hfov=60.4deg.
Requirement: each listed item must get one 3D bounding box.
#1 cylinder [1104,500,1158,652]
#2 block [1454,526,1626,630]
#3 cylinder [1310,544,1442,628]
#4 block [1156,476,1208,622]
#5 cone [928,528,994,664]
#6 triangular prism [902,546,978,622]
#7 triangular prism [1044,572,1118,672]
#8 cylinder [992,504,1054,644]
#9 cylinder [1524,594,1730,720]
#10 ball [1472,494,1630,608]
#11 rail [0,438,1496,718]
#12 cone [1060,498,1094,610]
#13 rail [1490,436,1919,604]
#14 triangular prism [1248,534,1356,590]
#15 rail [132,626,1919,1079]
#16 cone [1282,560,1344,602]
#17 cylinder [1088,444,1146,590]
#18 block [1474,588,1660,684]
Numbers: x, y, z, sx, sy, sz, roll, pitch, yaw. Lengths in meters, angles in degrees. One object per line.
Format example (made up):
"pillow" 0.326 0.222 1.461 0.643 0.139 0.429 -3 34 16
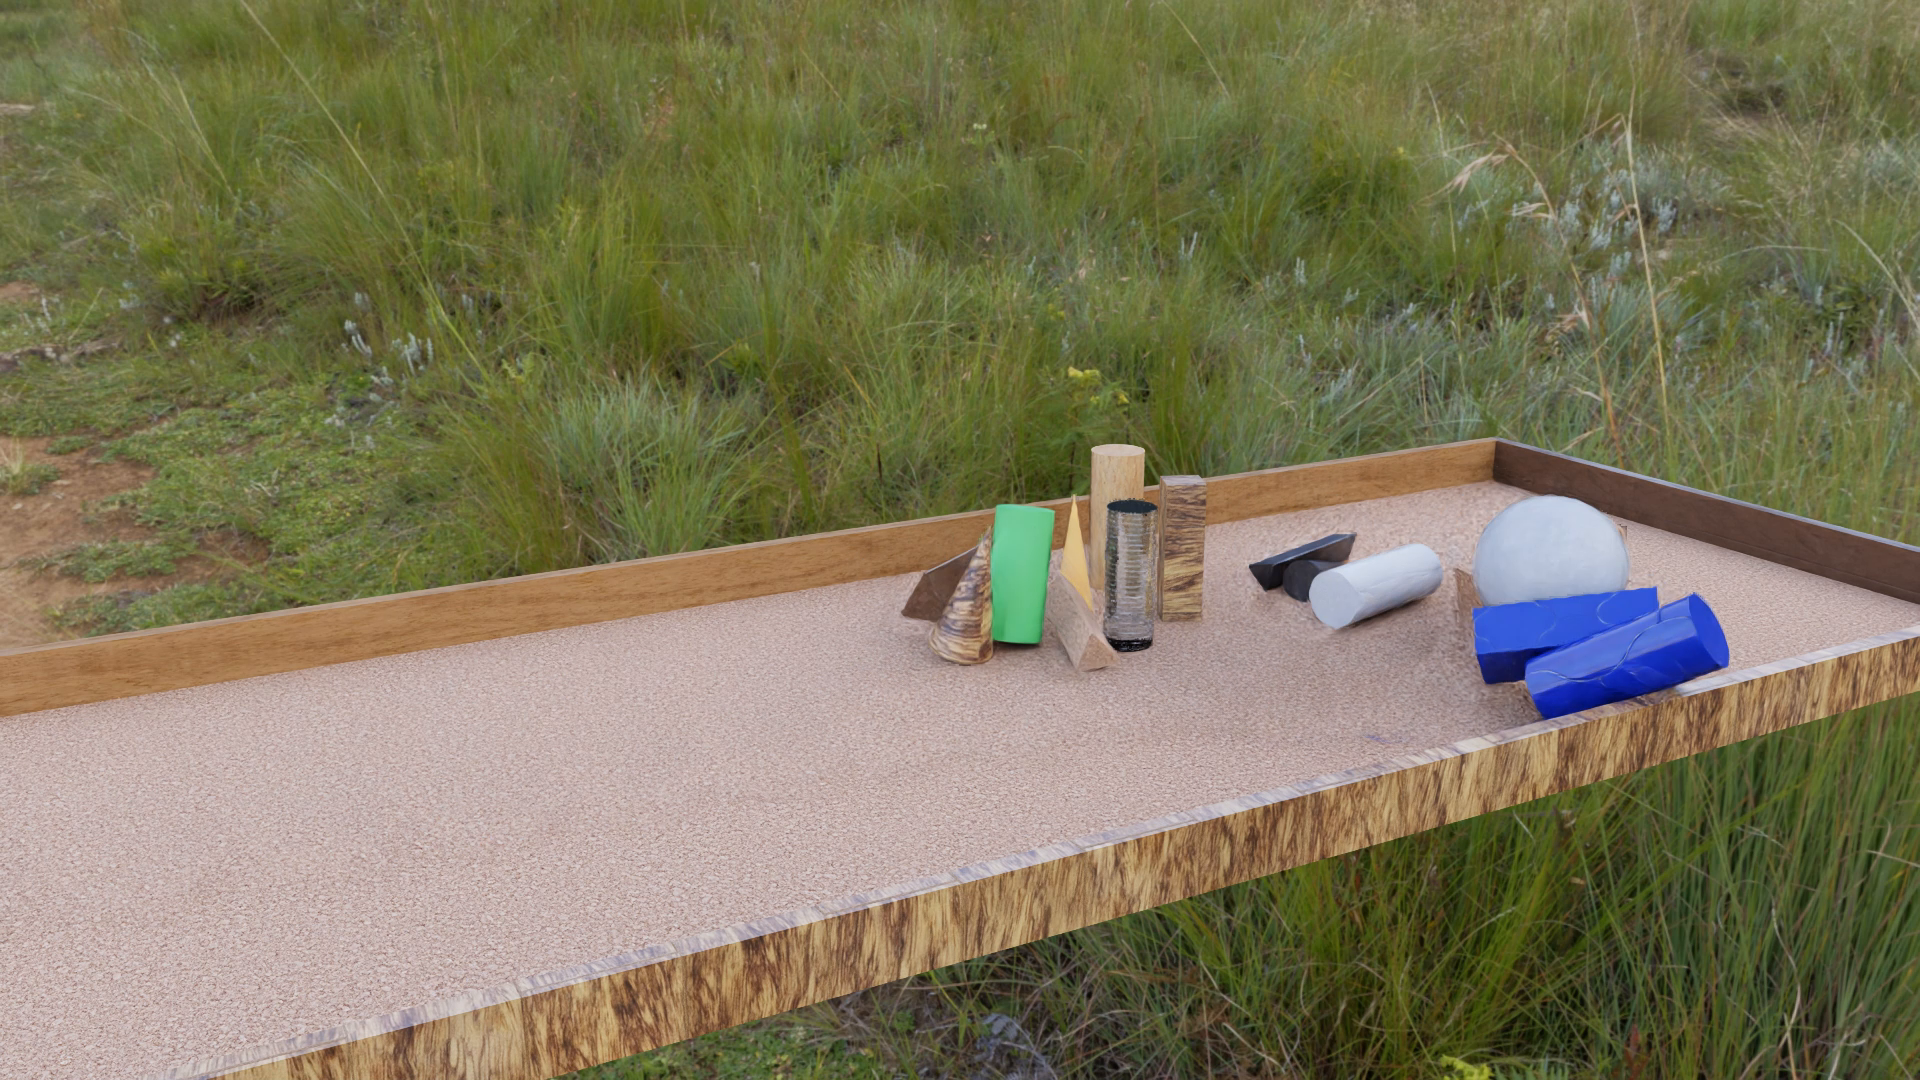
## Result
"cylinder" 0.450 0.095 4.362 0.132 0.378 0.132 0 17 0
"block" 1.596 0.102 4.525 0.447 0.176 0.176 -22 24 -22
"cylinder" 1.175 0.124 4.649 0.407 0.160 0.160 -14 21 -39
"block" 0.612 0.024 4.578 0.109 0.392 0.109 -1 16 -4
"cone" 0.040 0.122 4.253 0.177 0.355 0.177 11 22 -5
"triangular prism" 0.002 0.106 4.741 0.155 0.135 0.397 9 19 28
"triangular prism" 0.313 0.205 4.400 0.111 0.096 0.444 -12 21 -4
"cylinder" 0.157 0.089 4.390 0.157 0.349 0.157 6 6 -1
"cylinder" 1.509 0.279 3.744 0.399 0.172 0.172 -30 -5 37
"ball" 1.488 0.072 4.163 0.371 0.371 0.371 0 16 0
"rail" -3.305 0.497 3.399 12.000 0.150 0.050 -9 18 -27
"cone" 0.321 0.031 4.648 0.114 0.332 0.114 0 13 0
"rail" 2.466 -0.048 5.253 0.050 0.150 2.100 -9 18 -27
"triangular prism" 1.050 0.047 4.981 0.450 0.078 0.090 -16 67 -43
"rail" -2.336 1.006 1.665 12.000 0.150 0.050 -9 18 -27
"cone" 1.092 0.093 4.934 0.121 0.121 0.437 9 11 28
"cylinder" 0.460 -0.065 4.851 0.156 0.408 0.156 0 16 0
"block" 1.457 0.232 3.948 0.415 0.134 0.134 -9 50 22
